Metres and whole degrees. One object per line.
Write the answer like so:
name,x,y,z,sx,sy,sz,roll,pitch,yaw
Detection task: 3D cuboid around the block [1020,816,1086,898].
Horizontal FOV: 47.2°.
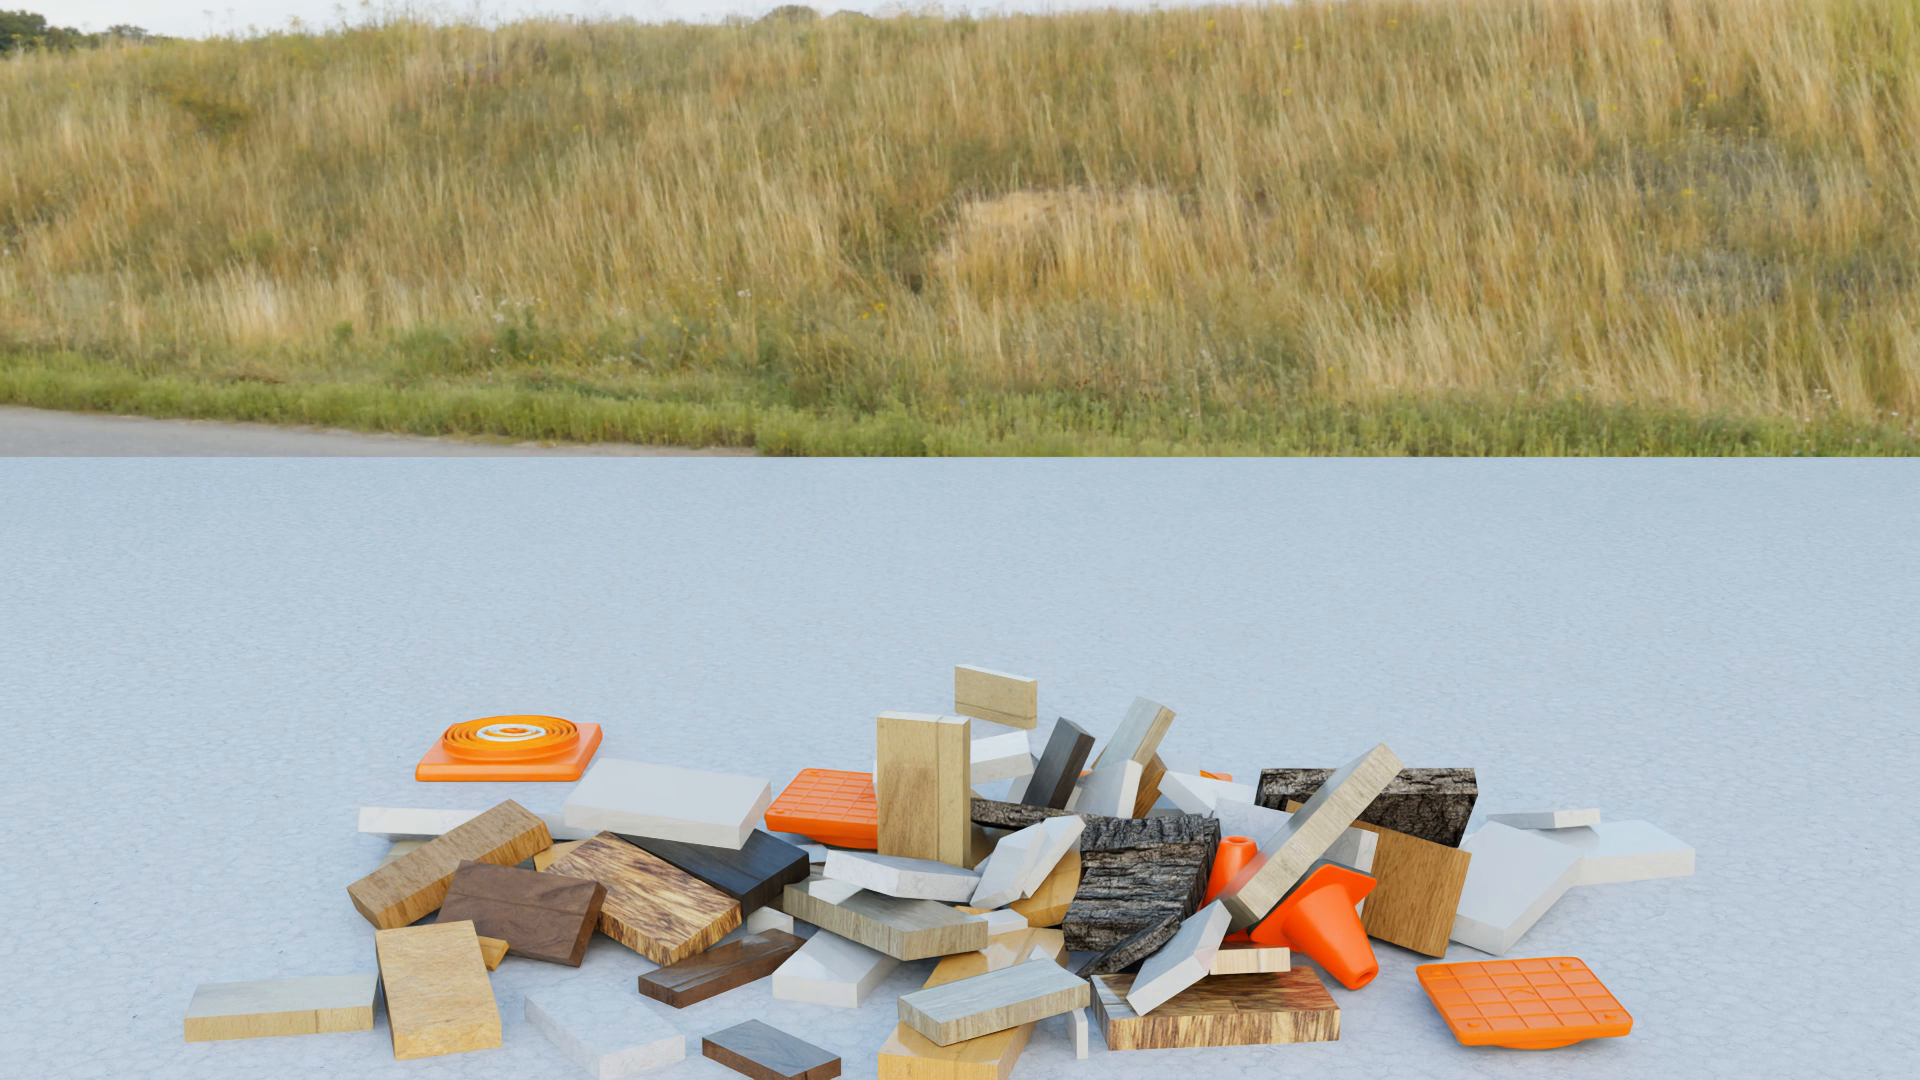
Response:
block,0.125,0.509,3.525,0.083,0.023,0.166,-15,27,53

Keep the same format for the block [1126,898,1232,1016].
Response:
block,0.314,0.593,3.134,0.117,0.033,0.233,-36,-1,18

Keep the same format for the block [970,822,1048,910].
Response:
block,0.078,0.522,3.500,0.083,0.023,0.166,-27,19,32

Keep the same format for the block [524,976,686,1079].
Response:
block,-0.500,0.681,3.080,0.127,0.036,0.255,-7,13,-33

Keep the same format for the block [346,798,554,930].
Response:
block,-0.833,0.531,3.591,0.303,0.043,0.152,-28,23,-26

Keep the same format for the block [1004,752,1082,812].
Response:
block,0.149,0.468,4.006,0.032,0.112,0.225,23,3,-19

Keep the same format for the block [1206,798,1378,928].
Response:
block,0.526,0.518,3.556,0.043,0.151,0.302,19,-8,-42

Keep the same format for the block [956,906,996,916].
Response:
block,0.010,0.594,3.426,0.054,0.015,0.107,-37,-31,23

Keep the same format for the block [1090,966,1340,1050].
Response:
block,0.360,0.666,3.133,0.326,0.046,0.163,-1,11,-6

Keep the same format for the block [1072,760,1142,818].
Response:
block,0.243,0.459,3.865,0.030,0.106,0.211,23,-25,-20

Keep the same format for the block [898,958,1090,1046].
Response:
block,0.047,0.638,3.045,0.241,0.033,0.117,-8,12,-30

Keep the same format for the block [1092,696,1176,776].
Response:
block,0.296,0.393,3.945,0.032,0.227,0.113,33,-6,-19

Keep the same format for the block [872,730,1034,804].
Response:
block,-0.013,0.415,4.023,0.288,0.041,0.144,-11,11,1

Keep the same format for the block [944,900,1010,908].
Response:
block,0.014,0.594,3.590,0.142,0.020,0.071,-7,13,-35

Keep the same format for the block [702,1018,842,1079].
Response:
block,-0.257,0.702,2.993,0.092,0.026,0.184,-10,15,-44

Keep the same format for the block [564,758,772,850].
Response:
block,-0.479,0.431,3.612,0.303,0.043,0.152,6,25,14

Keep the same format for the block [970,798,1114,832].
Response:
block,0.167,0.482,3.739,0.294,0.037,0.130,6,-11,15

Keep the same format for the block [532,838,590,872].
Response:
block,-0.534,0.536,3.593,0.306,0.043,0.153,-8,26,-15

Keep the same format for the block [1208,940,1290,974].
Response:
block,0.399,0.615,3.246,0.117,0.033,0.233,-1,-8,-7

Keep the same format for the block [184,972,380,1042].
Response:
block,-0.967,0.668,3.149,0.255,0.036,0.127,-2,11,-10

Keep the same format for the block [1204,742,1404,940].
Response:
block,0.519,0.462,3.363,0.353,0.050,0.176,-41,-6,-25

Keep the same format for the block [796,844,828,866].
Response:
block,-0.304,0.546,3.721,0.178,0.025,0.089,0,11,-23

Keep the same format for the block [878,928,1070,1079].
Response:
block,0.030,0.663,3.150,0.163,0.046,0.509,3,11,14

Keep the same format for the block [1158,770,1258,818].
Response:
block,0.482,0.472,3.884,0.260,0.037,0.130,15,17,-41

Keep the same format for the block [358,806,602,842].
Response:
block,-0.777,0.505,3.846,0.509,0.043,0.153,1,-13,6

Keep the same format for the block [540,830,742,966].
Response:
block,-0.504,0.562,3.445,0.299,0.042,0.149,21,35,32

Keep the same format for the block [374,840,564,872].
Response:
block,-0.820,0.556,3.732,0.303,0.043,0.152,0,11,1

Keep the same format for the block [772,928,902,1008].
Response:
block,-0.172,0.634,3.328,0.132,0.037,0.264,3,11,18

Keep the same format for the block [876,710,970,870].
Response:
block,-0.060,0.440,3.659,0.149,0.299,0.042,3,11,17

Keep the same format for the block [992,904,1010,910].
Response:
block,0.088,0.606,3.530,0.142,0.020,0.071,-7,13,-34

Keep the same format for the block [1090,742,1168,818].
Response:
block,0.309,0.420,3.971,0.032,0.113,0.227,33,9,-19

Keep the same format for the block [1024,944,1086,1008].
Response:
block,0.141,0.637,3.185,0.108,0.015,0.054,43,17,3

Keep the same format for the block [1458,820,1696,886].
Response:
block,0.906,0.550,3.754,0.678,0.047,0.166,-3,11,-14

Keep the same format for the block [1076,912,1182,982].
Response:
block,0.243,0.607,3.235,0.166,0.023,0.083,-37,-6,34

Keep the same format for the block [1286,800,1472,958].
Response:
block,0.642,0.535,3.496,0.047,0.167,0.333,19,-5,-42

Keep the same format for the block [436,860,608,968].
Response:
block,-0.683,0.577,3.409,0.255,0.127,0.036,5,-29,24

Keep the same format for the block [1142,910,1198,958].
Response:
block,0.255,0.575,3.501,0.151,0.043,0.302,-13,18,-15

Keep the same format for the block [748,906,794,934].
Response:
block,-0.298,0.605,3.457,0.014,0.048,0.095,-10,15,-44

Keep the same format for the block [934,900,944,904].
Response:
block,-0.100,0.598,3.512,0.142,0.020,0.071,-4,13,14

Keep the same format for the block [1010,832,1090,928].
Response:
block,0.147,0.543,3.534,0.113,0.032,0.227,-16,21,15

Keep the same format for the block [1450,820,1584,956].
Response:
block,0.864,0.558,3.551,0.166,0.047,0.333,16,24,33

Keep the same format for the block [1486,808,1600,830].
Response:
block,1.038,0.498,3.920,0.098,0.028,0.195,-1,-7,-23

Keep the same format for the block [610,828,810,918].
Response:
block,-0.408,0.505,3.552,0.306,0.043,0.153,18,31,35

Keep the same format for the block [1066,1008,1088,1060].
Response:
block,0.162,0.675,3.063,0.015,0.054,0.108,-2,11,-5

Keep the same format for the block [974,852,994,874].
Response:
block,0.116,0.545,3.730,0.113,0.032,0.235,5,10,19

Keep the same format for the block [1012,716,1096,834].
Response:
block,0.163,0.435,3.909,0.032,0.225,0.113,23,3,-19

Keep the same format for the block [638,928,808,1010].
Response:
block,-0.349,0.643,3.312,0.092,0.026,0.271,9,14,41

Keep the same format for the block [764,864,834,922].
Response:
block,-0.288,0.569,3.578,0.184,0.026,0.092,4,47,22

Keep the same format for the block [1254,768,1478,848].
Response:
block,0.676,0.452,3.701,0.353,0.176,0.050,0,52,-1

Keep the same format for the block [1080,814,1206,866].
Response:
block,0.291,0.478,3.506,0.195,0.028,0.098,-6,18,7

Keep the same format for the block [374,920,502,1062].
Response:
block,-0.758,0.646,3.179,0.144,0.041,0.338,-4,16,-18

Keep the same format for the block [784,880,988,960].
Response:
block,-0.118,0.577,3.374,0.149,0.042,0.344,-1,5,-35

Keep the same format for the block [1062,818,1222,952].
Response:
block,0.291,0.537,3.450,0.176,0.050,0.353,-3,18,18

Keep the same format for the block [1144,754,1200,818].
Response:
block,0.384,0.450,3.992,0.106,0.030,0.212,1,21,2

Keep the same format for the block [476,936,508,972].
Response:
block,-0.742,0.628,3.360,0.095,0.014,0.048,5,45,24

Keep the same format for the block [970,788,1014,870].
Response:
block,0.007,0.508,3.817,0.132,0.037,0.264,38,18,6

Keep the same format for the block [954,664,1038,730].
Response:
block,0.076,0.337,4.741,0.211,0.106,0.030,10,14,42

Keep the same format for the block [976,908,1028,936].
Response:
block,0.044,0.590,3.376,0.107,0.015,0.054,-6,12,-28

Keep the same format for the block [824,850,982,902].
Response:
block,-0.069,0.536,3.487,0.144,0.041,0.288,9,-5,37
